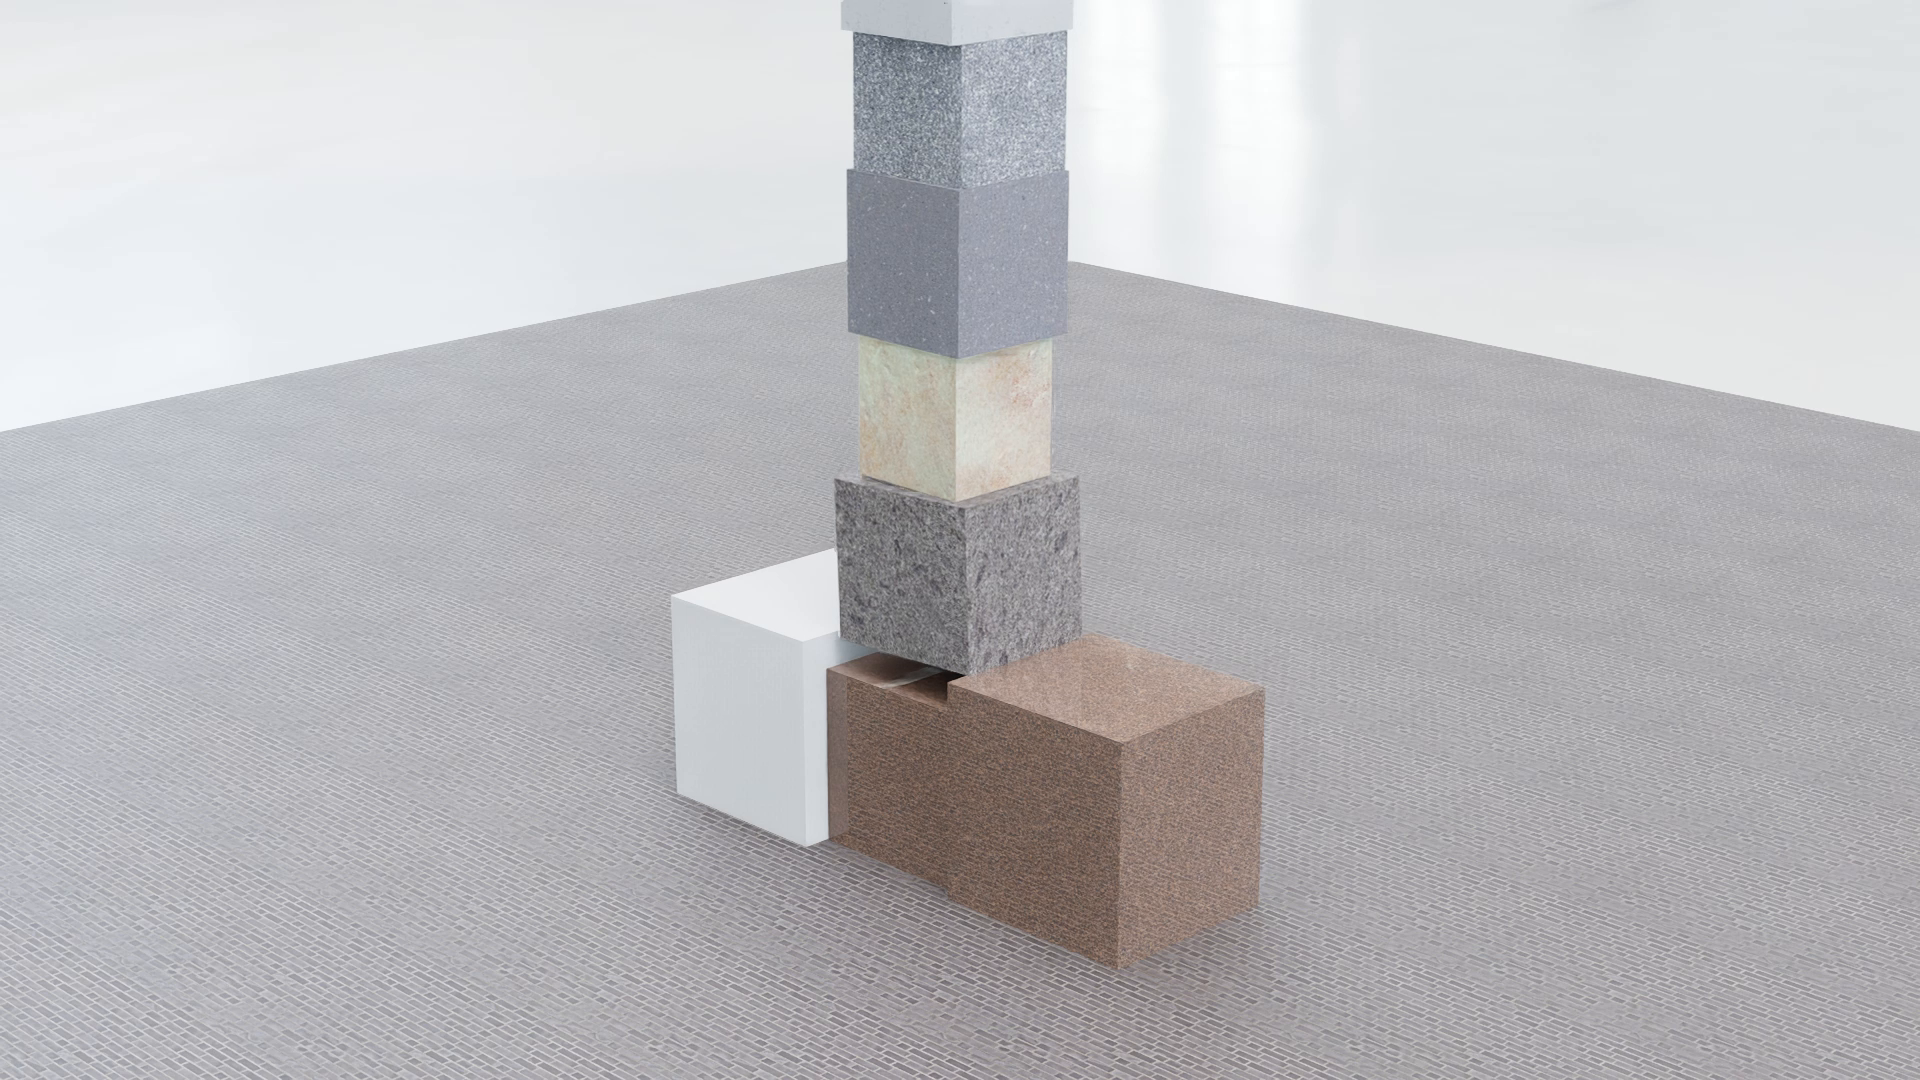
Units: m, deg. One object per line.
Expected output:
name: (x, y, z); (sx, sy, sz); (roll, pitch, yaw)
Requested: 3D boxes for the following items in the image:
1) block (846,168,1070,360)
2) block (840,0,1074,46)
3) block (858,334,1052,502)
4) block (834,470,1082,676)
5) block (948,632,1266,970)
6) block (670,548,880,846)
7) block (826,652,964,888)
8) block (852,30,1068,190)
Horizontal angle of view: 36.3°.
block: (-0.011, -1.275, 12.967); (0.684, 0.732, 0.699); (-17, 24, -42)
block: (-0.010, -2.499, 12.570); (0.740, 0.616, 0.678); (-17, 24, -42)
block: (-0.022, -0.611, 13.171); (0.604, 0.657, 0.616); (-17, 24, -42)
block: (-0.006, 0.084, 13.385); (0.733, 0.768, 0.840); (-17, 22, -42)
block: (0.641, 1.131, 13.011); (0.940, 1.040, 1.030); (-17, 24, -42)
block: (-0.678, 0.741, 14.284); (1.067, 1.022, 0.944); (-17, 24, -42)
block: (-0.019, 1.009, 13.703); (0.829, 0.858, 0.867); (-17, 24, -42)
block: (-0.001, -1.917, 12.769); (0.648, 0.613, 0.667); (-17, 24, -42)
